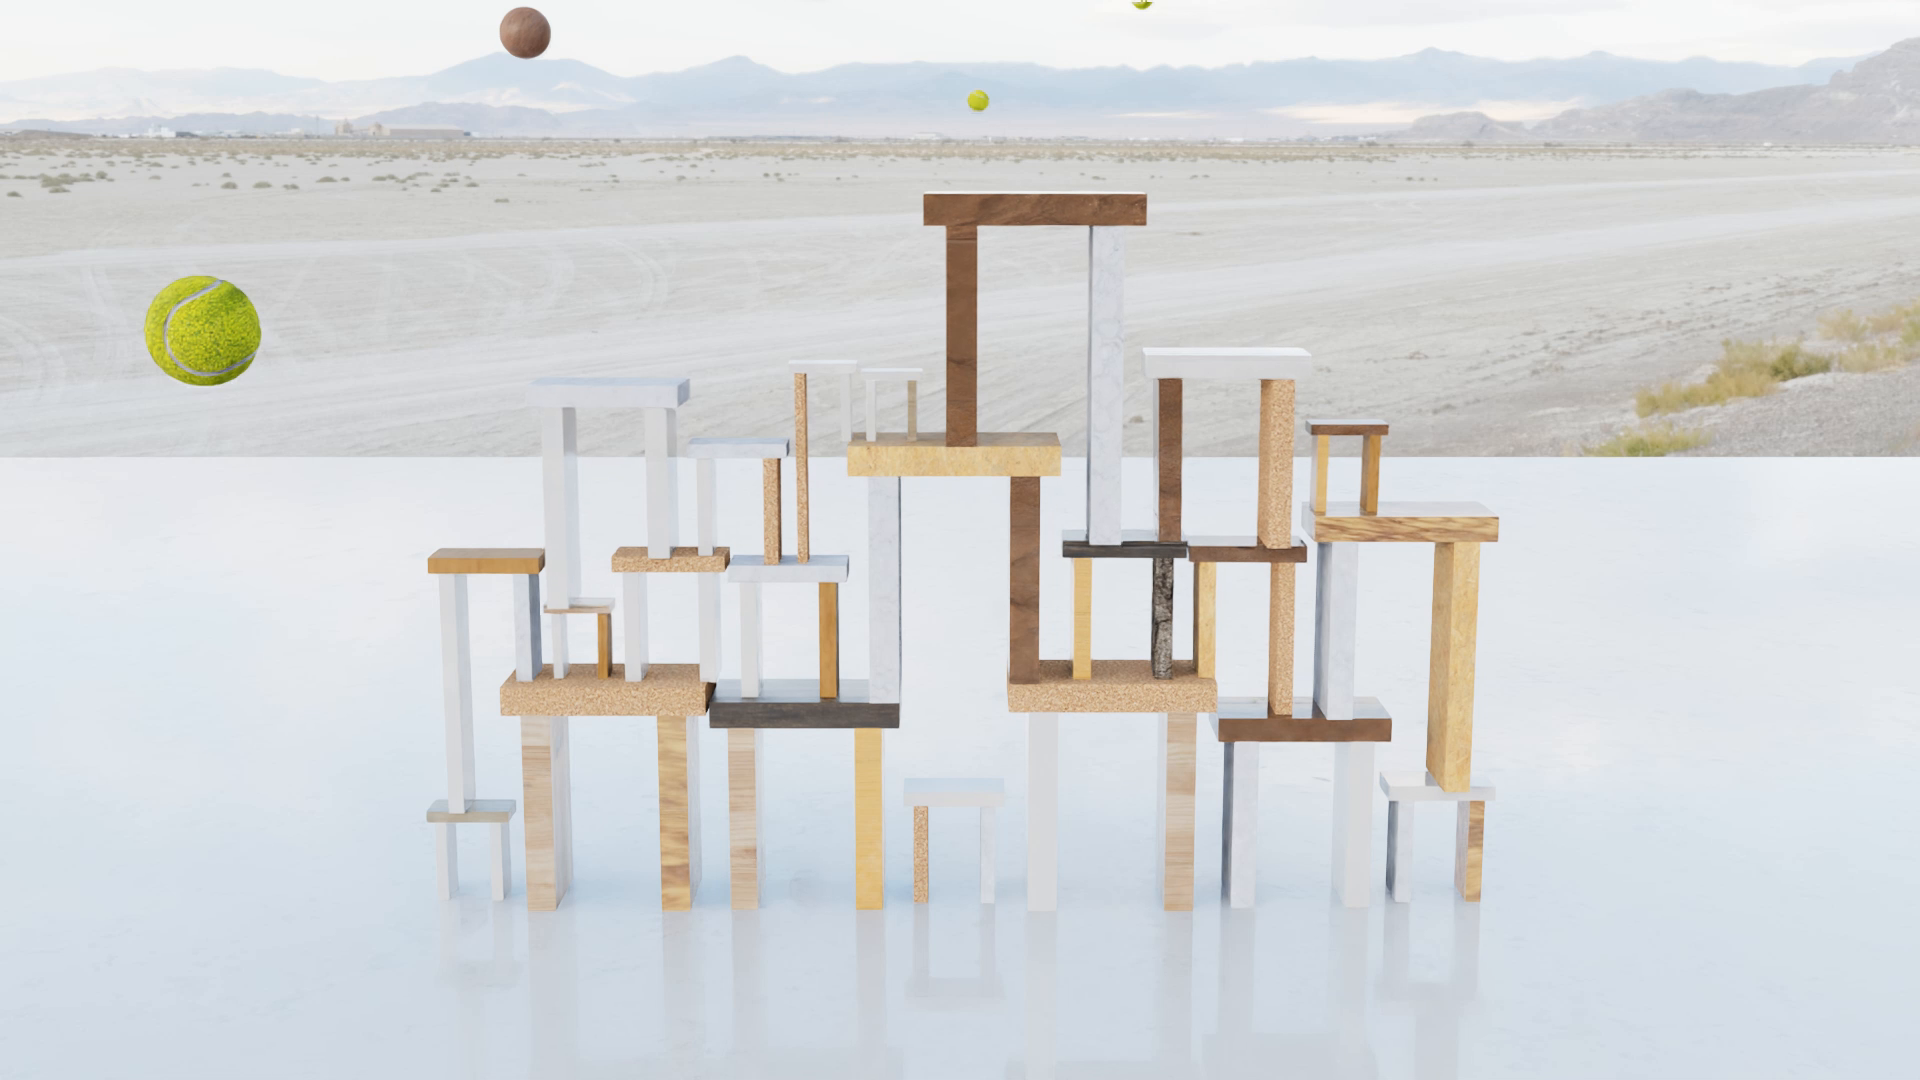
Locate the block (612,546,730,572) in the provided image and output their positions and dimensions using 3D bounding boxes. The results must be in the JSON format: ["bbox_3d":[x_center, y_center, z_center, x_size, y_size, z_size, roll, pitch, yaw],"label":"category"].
[{"bbox_3d":[-0.467,0.031,3.563,0.181,0.026,0.090,0,11,0],"label":"block"}]

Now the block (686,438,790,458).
[{"bbox_3d":[-0.355,-0.148,3.533,0.158,0.022,0.079,0,11,0],"label":"block"}]

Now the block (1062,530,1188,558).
[{"bbox_3d":[0.264,0.006,3.559,0.199,0.028,0.099,0,11,2],"label":"block"}]

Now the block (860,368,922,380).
[{"bbox_3d":[-0.109,-0.265,3.509,0.098,0.014,0.049,0,11,0],"label":"block"}]

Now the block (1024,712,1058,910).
[{"bbox_3d":[0.134,0.426,3.639,0.047,0.334,0.167,0,11,0],"label":"block"}]

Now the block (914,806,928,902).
[{"bbox_3d":[-0.065,0.509,3.651,0.023,0.166,0.083,0,11,0],"label":"block"}]

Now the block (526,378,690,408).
[{"bbox_3d":[-0.561,-0.237,3.519,0.241,0.034,0.121,1,10,3],"label":"block"}]

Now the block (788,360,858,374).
[{"bbox_3d":[-0.219,-0.277,3.511,0.109,0.015,0.054,0,11,0],"label":"block"}]

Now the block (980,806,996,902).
[{"bbox_3d":[0.046,0.509,3.651,0.023,0.166,0.083,0,11,0],"label":"block"}]

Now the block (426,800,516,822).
[{"bbox_3d":[-0.809,0.449,3.643,0.134,0.019,0.067,0,11,0],"label":"block"}]

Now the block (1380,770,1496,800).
[{"bbox_3d":[0.789,0.406,3.638,0.174,0.025,0.087,0,11,0],"label":"block"}]

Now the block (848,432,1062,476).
[{"bbox_3d":[-0.009,-0.138,3.535,0.336,0.048,0.168,0,11,0],"label":"block"}]

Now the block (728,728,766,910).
[{"bbox_3d":[-0.352,0.440,3.640,0.043,0.306,0.153,0,11,0],"label":"block"}]

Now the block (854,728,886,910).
[{"bbox_3d":[-0.148,0.440,3.640,0.043,0.306,0.153,0,10,0],"label":"block"}]

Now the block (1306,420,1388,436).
[{"bbox_3d":[0.620,-0.181,3.527,0.123,0.017,0.062,0,11,0],"label":"block"}]

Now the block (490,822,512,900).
[{"bbox_3d":[-0.764,0.524,3.657,0.019,0.134,0.067,0,11,0],"label":"block"}]

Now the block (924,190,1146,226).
[{"bbox_3d":[0.116,-0.523,3.462,0.343,0.049,0.171,0,10,1],"label":"block"}]

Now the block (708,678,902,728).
[{"bbox_3d":[-0.250,0.268,3.609,0.306,0.043,0.153,0,11,0],"label":"block"}]

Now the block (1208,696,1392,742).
[{"bbox_3d":[0.557,0.294,3.619,0.280,0.040,0.140,0,11,0],"label":"block"}]

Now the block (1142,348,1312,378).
[{"bbox_3d":[0.423,-0.282,3.508,0.259,0.037,0.130,0,10,2],"label":"block"}]

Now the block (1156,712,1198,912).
[{"bbox_3d":[0.357,0.426,3.639,0.047,0.334,0.167,0,11,0],"label":"block"}]

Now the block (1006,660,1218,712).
[{"bbox_3d":[0.245,0.238,3.604,0.334,0.047,0.167,0,11,0],"label":"block"}]

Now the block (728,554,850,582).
[{"bbox_3d":[-0.277,0.046,3.570,0.190,0.027,0.095,0,11,0],"label":"block"}]

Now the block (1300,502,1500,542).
[{"bbox_3d":[0.708,-0.030,3.552,0.291,0.041,0.145,0,11,0],"label":"block"}]

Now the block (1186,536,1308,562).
[{"bbox_3d":[0.461,0.014,3.566,0.190,0.027,0.095,0,11,0],"label":"block"}]

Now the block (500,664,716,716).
[{"bbox_3d":[-0.573,0.244,3.604,0.329,0.047,0.164,0,11,0],"label":"block"}]

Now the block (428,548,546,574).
[{"bbox_3d":[-0.764,0.034,3.566,0.178,0.025,0.089,0,11,0],"label":"block"}]

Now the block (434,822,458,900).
[{"bbox_3d":[-0.853,0.524,3.657,0.019,0.134,0.067,0,11,0],"label":"block"}]

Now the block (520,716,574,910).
[{"bbox_3d":[-0.682,0.429,3.638,0.047,0.329,0.164,0,11,0],"label":"block"}]

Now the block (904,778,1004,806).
[{"bbox_3d":[-0.009,0.416,3.633,0.166,0.023,0.083,0,11,0],"label":"block"}]

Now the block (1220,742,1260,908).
[{"bbox_3d":[0.464,0.452,3.648,0.040,0.280,0.140,0,11,0],"label":"block"}]

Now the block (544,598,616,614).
[{"bbox_3d":[-0.620,0.107,3.586,0.107,0.015,0.054,0,10,2],"label":"block"}]

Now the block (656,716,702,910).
[{"bbox_3d":[-0.463,0.429,3.638,0.047,0.329,0.164,0,11,0],"label":"block"}]
